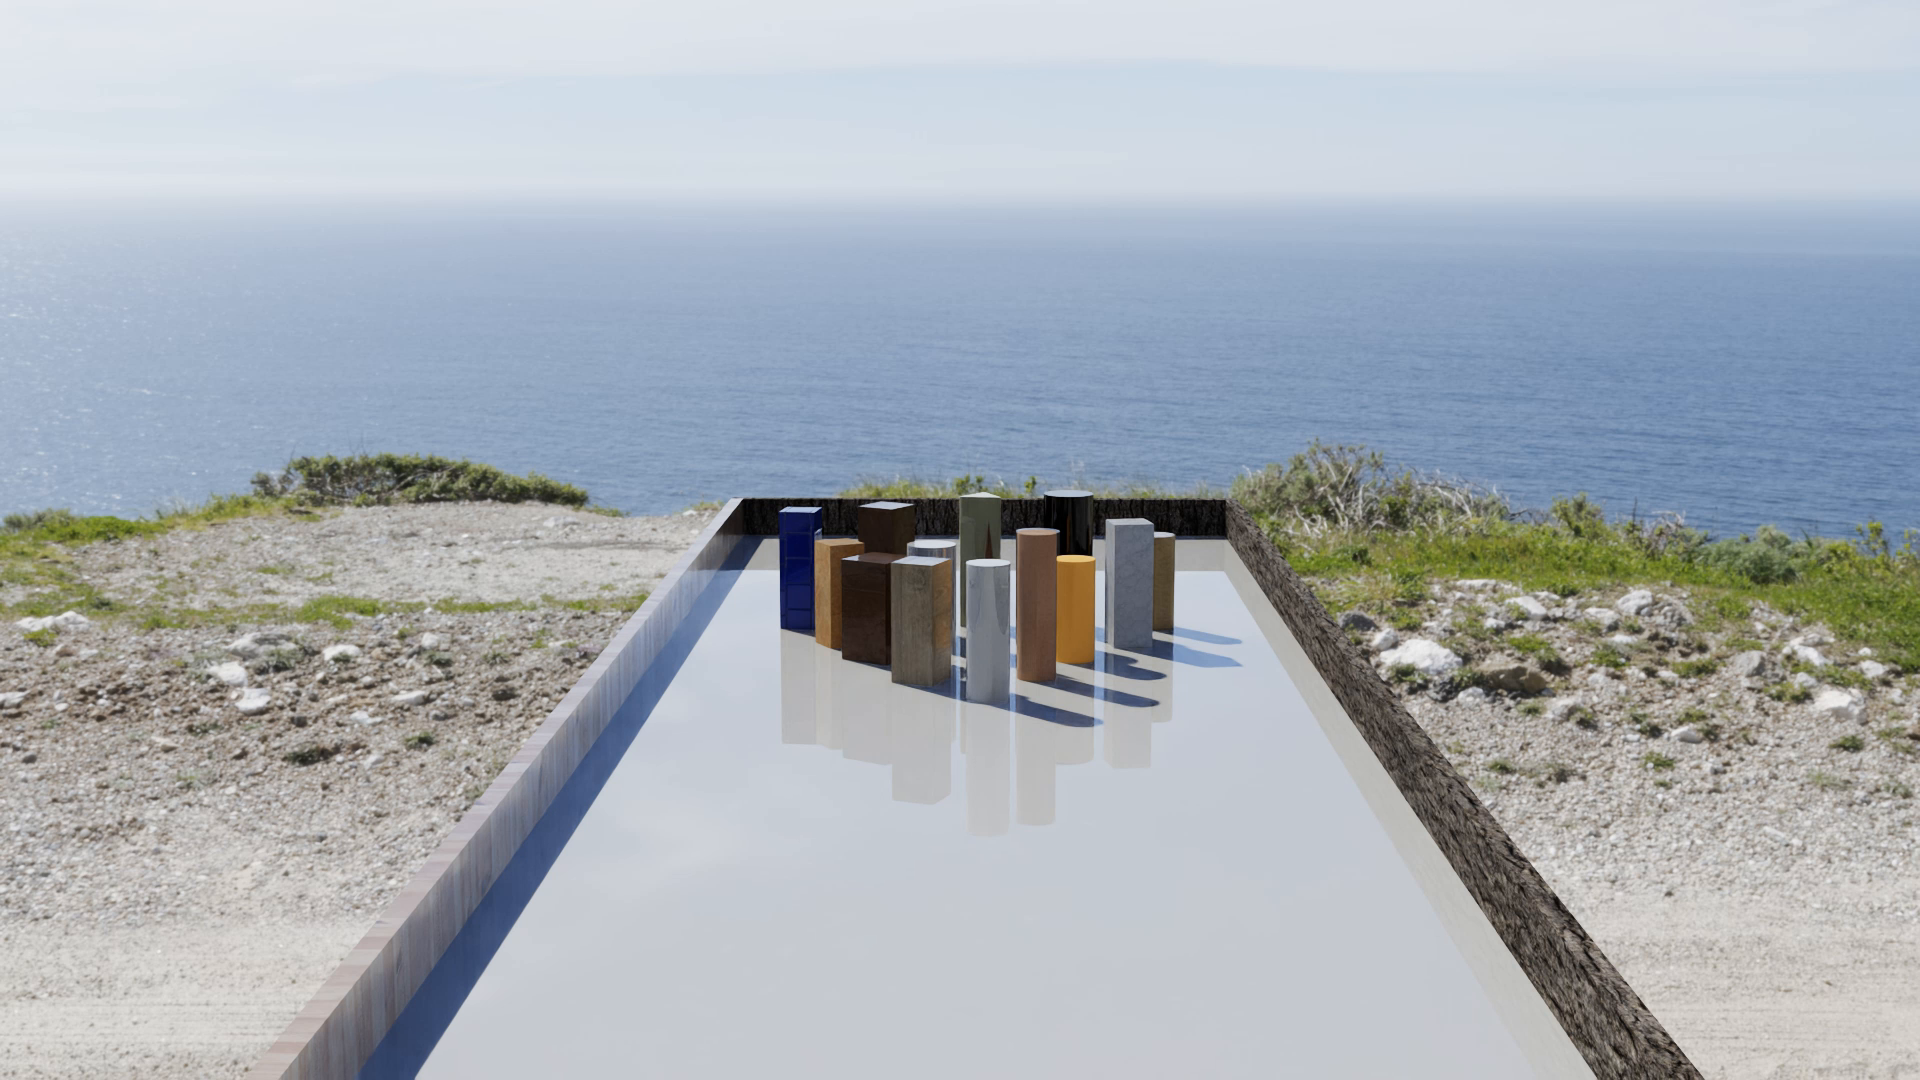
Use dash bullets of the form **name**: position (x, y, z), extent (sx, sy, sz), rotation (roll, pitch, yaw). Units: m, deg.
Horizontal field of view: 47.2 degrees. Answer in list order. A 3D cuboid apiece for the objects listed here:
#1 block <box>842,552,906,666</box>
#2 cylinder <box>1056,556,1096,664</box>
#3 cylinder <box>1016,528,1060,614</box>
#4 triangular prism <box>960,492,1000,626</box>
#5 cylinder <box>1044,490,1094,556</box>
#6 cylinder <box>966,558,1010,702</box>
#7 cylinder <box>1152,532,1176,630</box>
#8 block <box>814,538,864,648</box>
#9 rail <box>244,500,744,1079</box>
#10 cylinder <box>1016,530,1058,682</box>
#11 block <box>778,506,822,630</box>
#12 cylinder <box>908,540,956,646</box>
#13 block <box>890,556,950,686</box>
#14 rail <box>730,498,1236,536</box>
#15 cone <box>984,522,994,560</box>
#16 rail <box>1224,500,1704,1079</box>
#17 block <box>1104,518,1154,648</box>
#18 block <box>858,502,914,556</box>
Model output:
- **block**: position (-0.245, 0.207, 6.712), extent (0.165, 0.310, 0.165), rotation (6, 11, 34)
- **cylinder**: position (0.346, 0.210, 6.691), extent (0.131, 0.311, 0.131), rotation (0, 9, 0)
- **cylinder**: position (0.244, 0.149, 6.924), extent (0.137, 0.358, 0.137), rotation (0, 9, 0)
- **triangular prism**: position (0.072, 0.064, 7.234), extent (0.134, 0.430, 0.116), rotation (1, 9, 7)
- **cylinder**: position (0.352, 0.068, 7.167), extent (0.162, 0.443, 0.162), rotation (0, 9, 0)
- **cylinder**: position (0.079, 0.254, 6.172), extent (0.124, 0.386, 0.124), rotation (0, 9, 0)
- **cylinder**: position (0.643, 0.134, 7.182), extent (0.114, 0.307, 0.114), rotation (0, 9, 0)
- **block**: position (-0.378, 0.167, 6.917), extent (0.118, 0.325, 0.118), rotation (-5, 10, -28)
- **rail**: position (-1.004, 0.839, 3.234), extent (0.050, 0.150, 12.000), rotation (0, 9, 1)
- **cylinder**: position (0.224, 0.191, 6.424), extent (0.115, 0.432, 0.115), rotation (0, 9, 0)
- **block**: position (-0.520, 0.091, 7.200), extent (0.117, 0.386, 0.117), rotation (1, 9, 8)
- **cylinder**: position (-0.089, 0.169, 6.939), extent (0.155, 0.315, 0.155), rotation (0, 9, 0)
- **block**: position (-0.113, 0.234, 6.401), extent (0.131, 0.353, 0.131), rotation (4, 10, 23)
- **rail**: position (0.099, -0.098, 9.147), extent (2.100, 0.150, 0.050), rotation (0, 9, 1)
- **cone**: position (0.087, 0.150, 6.691), extent (0.101, 0.428, 0.101), rotation (0, 9, 0)
- **rail**: position (1.046, 0.843, 3.208), extent (0.050, 0.150, 12.000), rotation (0, 9, 1)
- **block**: position (0.531, 0.135, 6.916), extent (0.125, 0.389, 0.125), rotation (-2, 9, -9)
- **block**: position (-0.239, 0.087, 7.175), extent (0.133, 0.403, 0.133), rotation (6, 11, 32)
